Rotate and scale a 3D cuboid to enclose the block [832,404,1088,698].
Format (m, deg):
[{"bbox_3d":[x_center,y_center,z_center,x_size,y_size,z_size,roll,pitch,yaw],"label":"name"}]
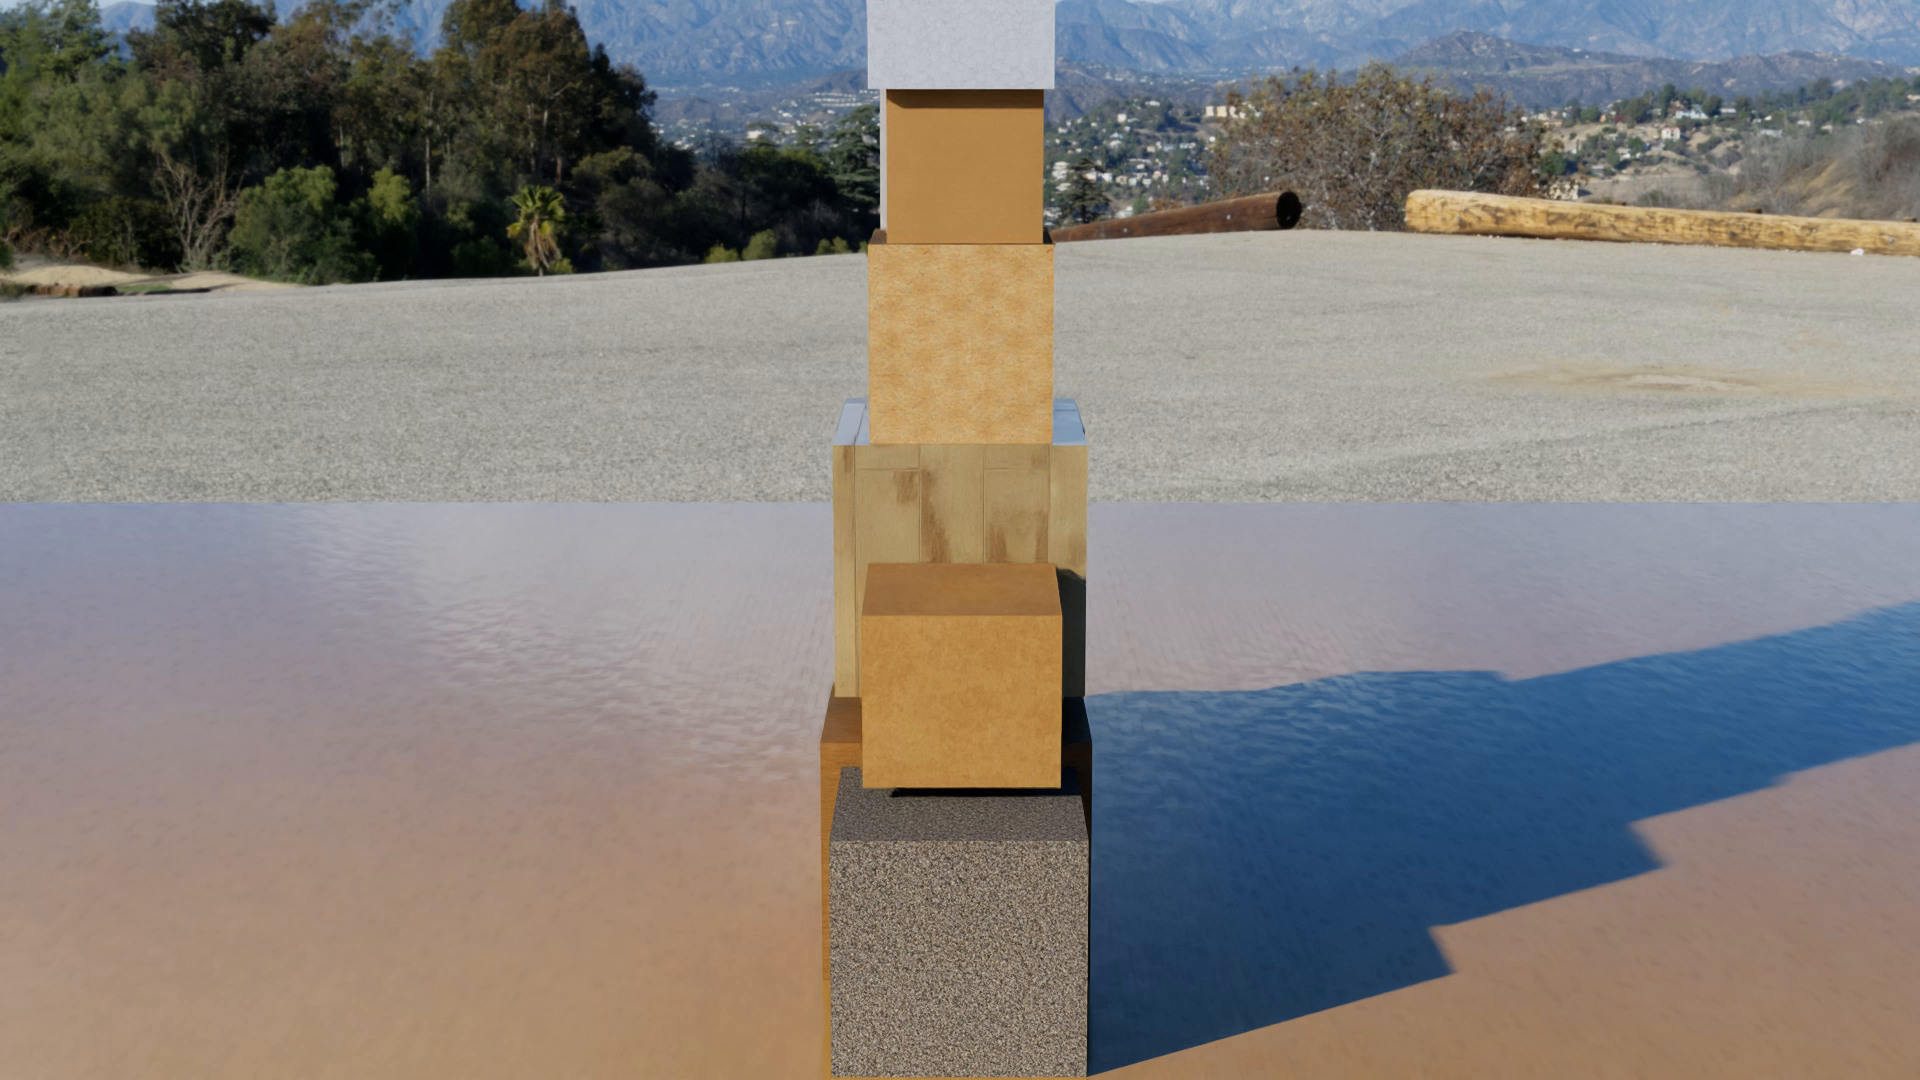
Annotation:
[{"bbox_3d":[0.001,0.016,10.572,0.986,1.006,1.121,0,11,0],"label":"block"}]

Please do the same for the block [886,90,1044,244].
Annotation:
[{"bbox_3d":[0.019,-1.498,10.161,0.601,0.587,0.659,0,11,0],"label":"block"}]

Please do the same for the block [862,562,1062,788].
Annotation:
[{"bbox_3d":[0.007,0.498,9.679,0.724,0.656,0.767,0,14,0],"label":"block"}]

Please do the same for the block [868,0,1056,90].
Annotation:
[{"bbox_3d":[0.005,-2.067,9.928,0.706,0.620,0.602,0,11,0],"label":"block"}]

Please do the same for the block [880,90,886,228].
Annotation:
[{"bbox_3d":[0.007,-1.681,10.834,0.667,0.726,0.655,0,7,0],"label":"block"}]

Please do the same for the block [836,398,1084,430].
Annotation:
[{"bbox_3d":[0.003,-0.133,11.661,1.073,0.900,1.035,0,10,0],"label":"block"}]

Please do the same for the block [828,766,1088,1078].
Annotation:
[{"bbox_3d":[-0.004,1.389,9.496,0.905,0.869,0.977,0,10,0],"label":"block"}]

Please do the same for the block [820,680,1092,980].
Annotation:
[{"bbox_3d":[-0.014,1.163,10.486,1.050,0.960,1.032,0,10,0],"label":"block"}]

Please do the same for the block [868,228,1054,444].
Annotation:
[{"bbox_3d":[0.004,-0.833,10.289,0.712,0.769,0.811,0,11,0],"label":"block"}]
